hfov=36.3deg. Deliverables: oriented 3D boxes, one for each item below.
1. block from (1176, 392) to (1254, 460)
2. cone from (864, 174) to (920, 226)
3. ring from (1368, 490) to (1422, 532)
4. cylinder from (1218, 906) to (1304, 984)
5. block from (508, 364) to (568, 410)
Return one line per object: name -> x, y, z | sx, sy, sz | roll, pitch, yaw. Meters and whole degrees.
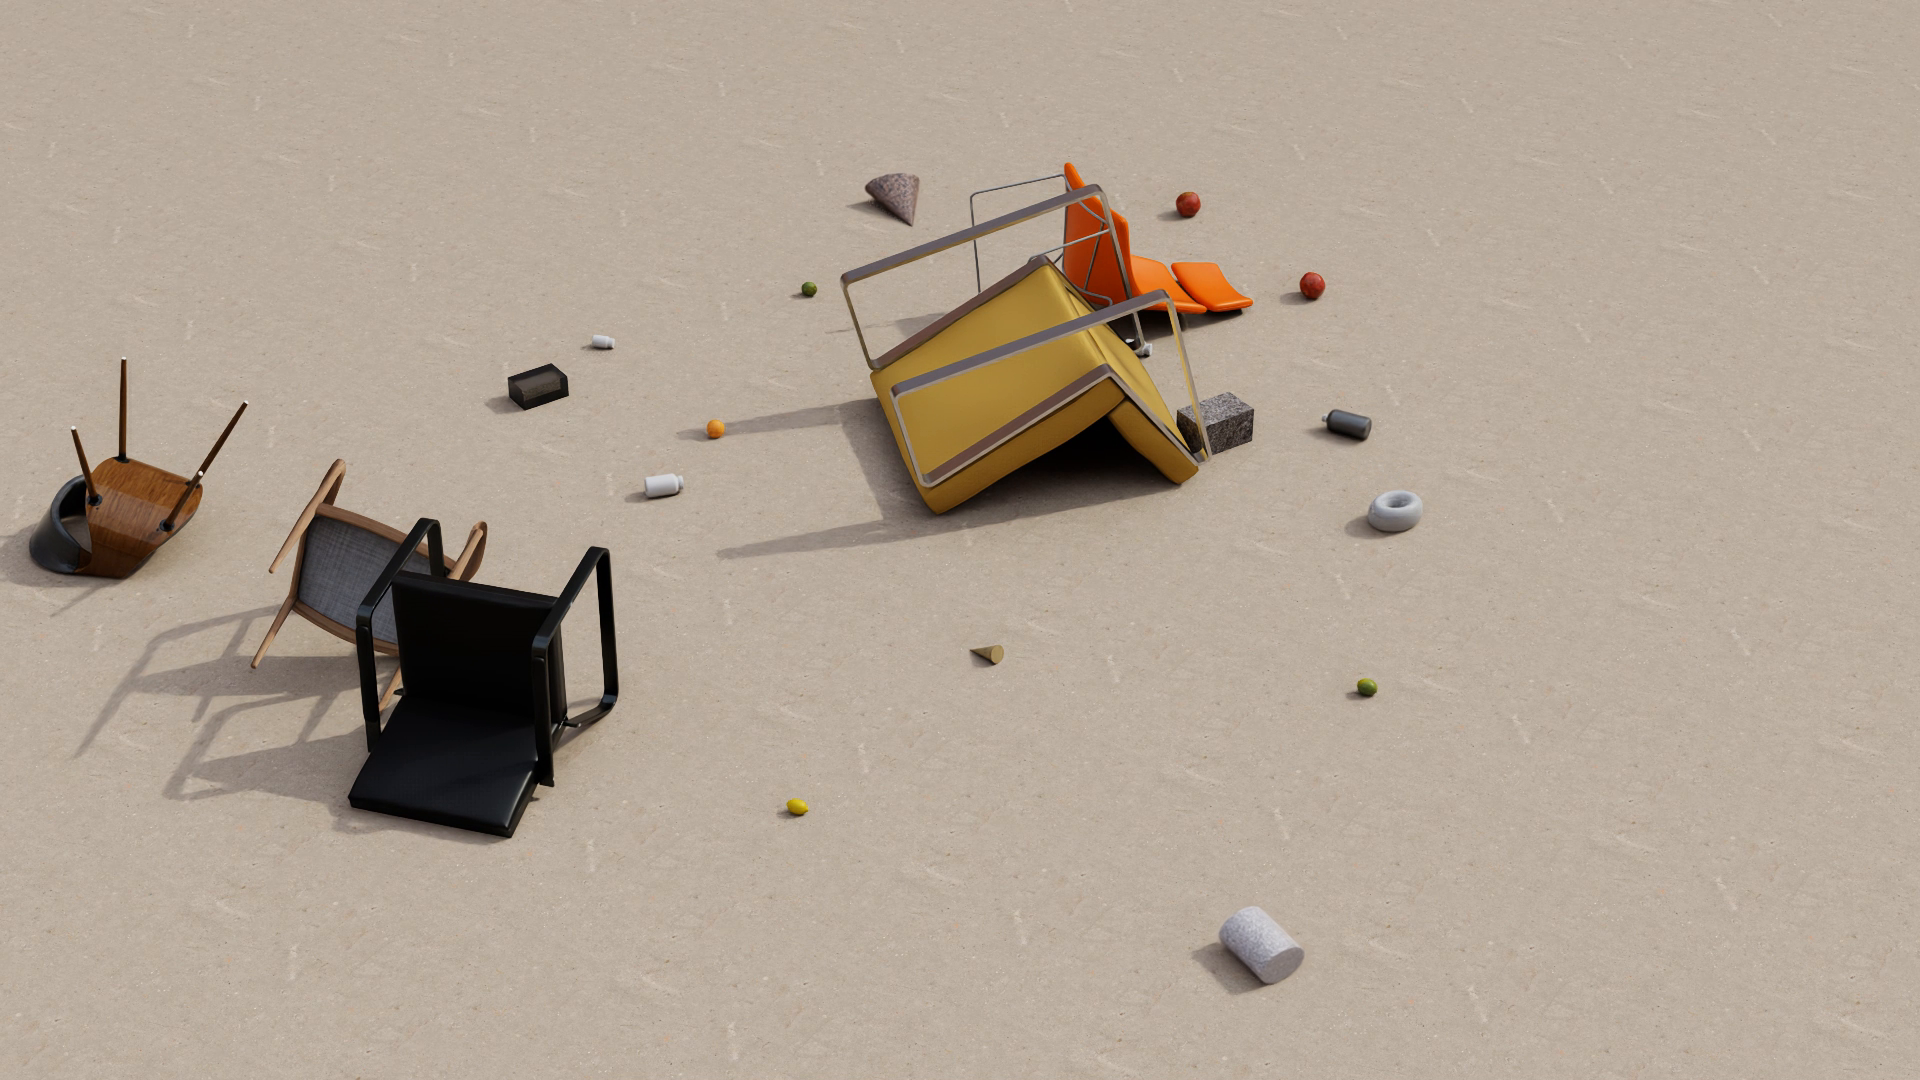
block -> 0.999, -0.449, 11.493 | 0.255, 0.146, 0.162 | -20, 38, -27
cone -> -0.259, -1.499, 13.161 | 0.264, 0.130, 0.311 | -9, 46, -17
ring -> 1.637, -0.109, 11.020 | 0.226, 0.101, 0.170 | -16, 38, -25
cylinder -> 0.922, 1.236, 8.959 | 0.165, 0.119, 0.219 | -24, 40, -21
block -> -1.697, -0.617, 11.797 | 0.201, 0.092, 0.131 | -21, 39, -29
